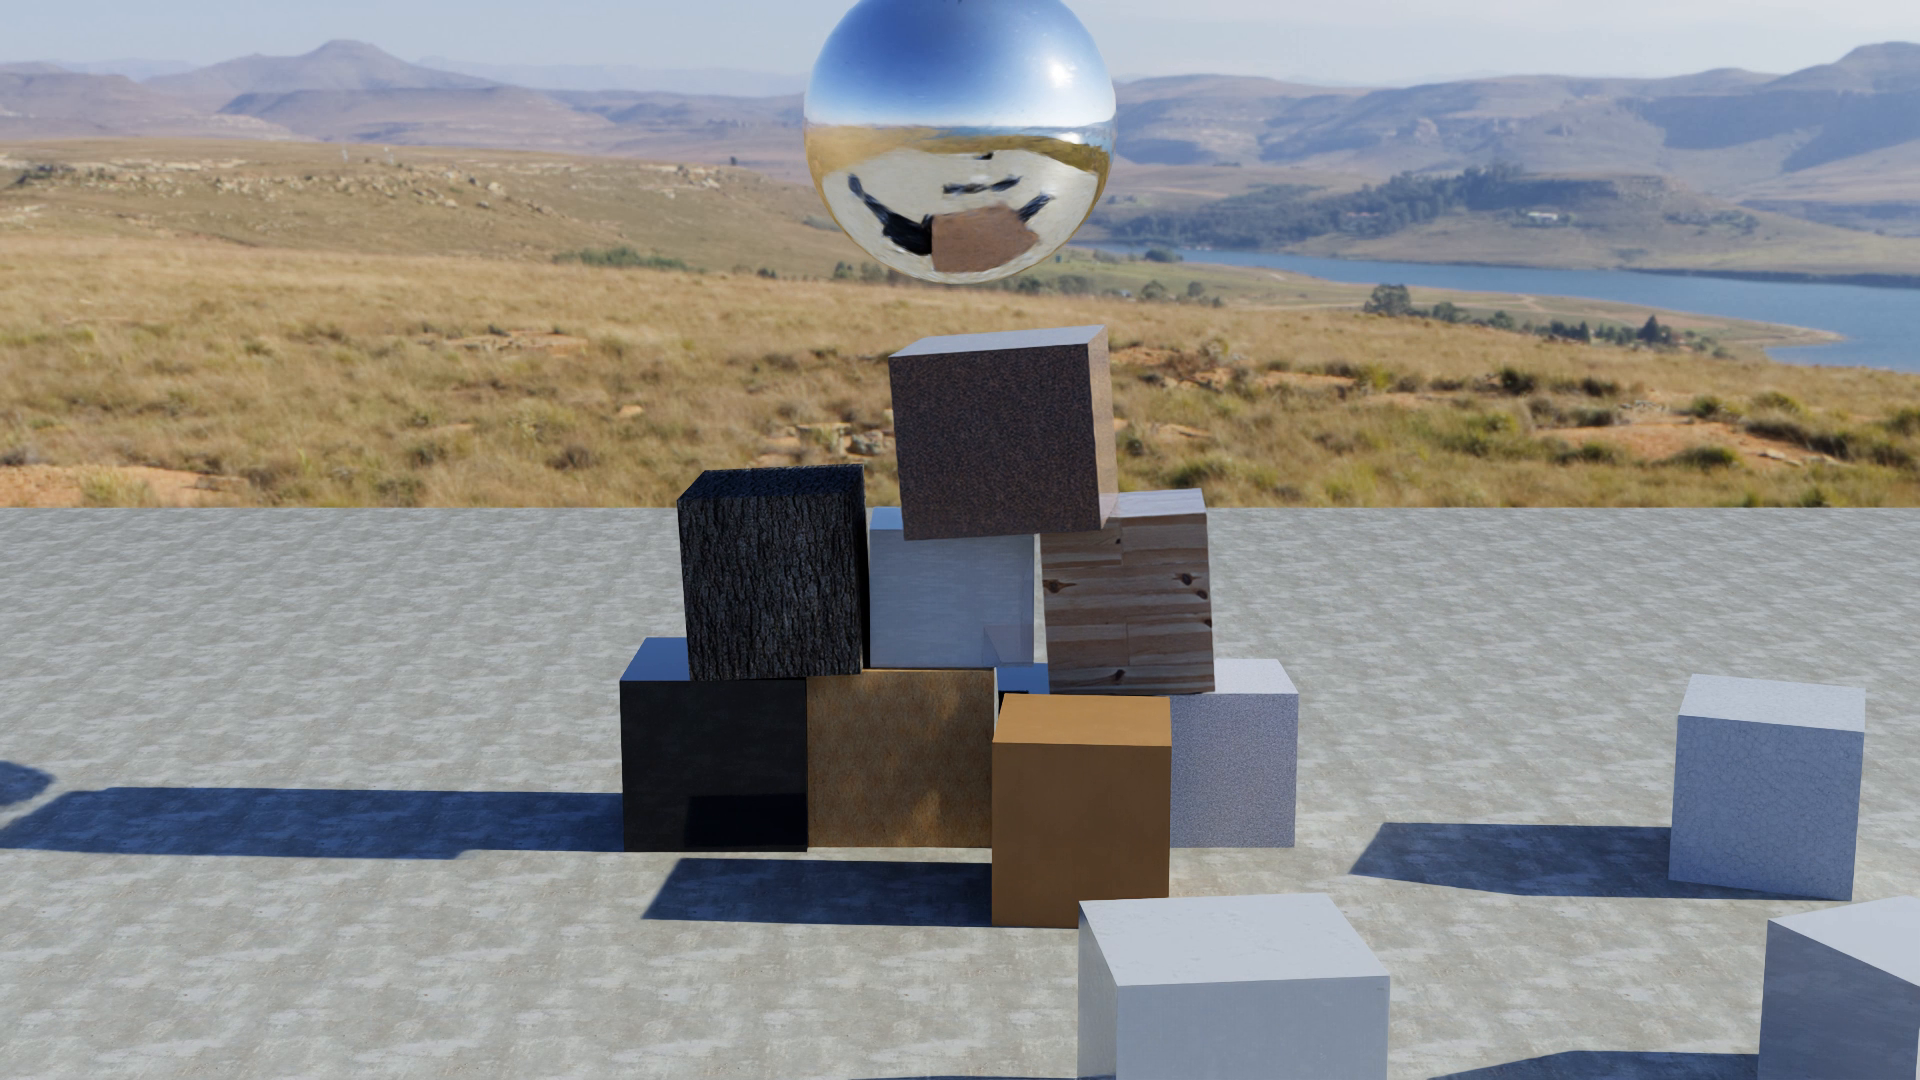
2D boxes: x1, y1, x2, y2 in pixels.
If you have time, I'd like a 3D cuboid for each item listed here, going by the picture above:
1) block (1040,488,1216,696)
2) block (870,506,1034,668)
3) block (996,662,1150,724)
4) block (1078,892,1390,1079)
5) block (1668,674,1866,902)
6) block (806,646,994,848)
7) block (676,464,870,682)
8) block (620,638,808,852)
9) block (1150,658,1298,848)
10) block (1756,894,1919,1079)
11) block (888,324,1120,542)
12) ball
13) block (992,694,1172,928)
[{"bbox_3d":[0.850,0.262,11.184,0.818,0.898,0.763,-3,10,5],"label":"block"},{"bbox_3d":[-0.041,0.231,11.247,0.815,0.700,0.678,0,10,0],"label":"block"},{"bbox_3d":[0.572,1.101,11.369,0.762,0.765,0.802,0,10,0],"label":"block"},{"bbox_3d":[0.938,1.760,7.774,0.925,0.754,0.827,-1,10,-6],"label":"block"},{"bbox_3d":[3.956,1.186,10.759,0.821,0.818,0.888,4,11,22],"label":"block"},{"bbox_3d":[-0.296,1.025,11.381,0.931,0.911,0.820,0,10,0],"label":"block"},{"bbox_3d":[-0.917,0.145,11.191,0.842,0.903,0.977,-3,10,2],"label":"block"},{"bbox_3d":[-1.221,1.040,11.377,0.914,0.883,0.956,0,10,0],"label":"block"},{"bbox_3d":[1.326,1.088,11.348,0.711,0.799,0.740,0,10,0],"label":"block"},{"bbox_3d":[3.454,1.766,8.013,0.687,0.658,0.730,-4,11,-23],"label":"block"},{"bbox_3d":[0.240,-0.547,10.870,0.950,0.887,0.988,-3,10,10],"label":"block"},{"bbox_3d":[0.000,-2.097,11.140,1.600,1.600,1.600,0,10,0],"label":"ball"},{"bbox_3d":[0.577,1.252,10.281,0.796,0.859,0.880,1,10,5],"label":"block"}]
